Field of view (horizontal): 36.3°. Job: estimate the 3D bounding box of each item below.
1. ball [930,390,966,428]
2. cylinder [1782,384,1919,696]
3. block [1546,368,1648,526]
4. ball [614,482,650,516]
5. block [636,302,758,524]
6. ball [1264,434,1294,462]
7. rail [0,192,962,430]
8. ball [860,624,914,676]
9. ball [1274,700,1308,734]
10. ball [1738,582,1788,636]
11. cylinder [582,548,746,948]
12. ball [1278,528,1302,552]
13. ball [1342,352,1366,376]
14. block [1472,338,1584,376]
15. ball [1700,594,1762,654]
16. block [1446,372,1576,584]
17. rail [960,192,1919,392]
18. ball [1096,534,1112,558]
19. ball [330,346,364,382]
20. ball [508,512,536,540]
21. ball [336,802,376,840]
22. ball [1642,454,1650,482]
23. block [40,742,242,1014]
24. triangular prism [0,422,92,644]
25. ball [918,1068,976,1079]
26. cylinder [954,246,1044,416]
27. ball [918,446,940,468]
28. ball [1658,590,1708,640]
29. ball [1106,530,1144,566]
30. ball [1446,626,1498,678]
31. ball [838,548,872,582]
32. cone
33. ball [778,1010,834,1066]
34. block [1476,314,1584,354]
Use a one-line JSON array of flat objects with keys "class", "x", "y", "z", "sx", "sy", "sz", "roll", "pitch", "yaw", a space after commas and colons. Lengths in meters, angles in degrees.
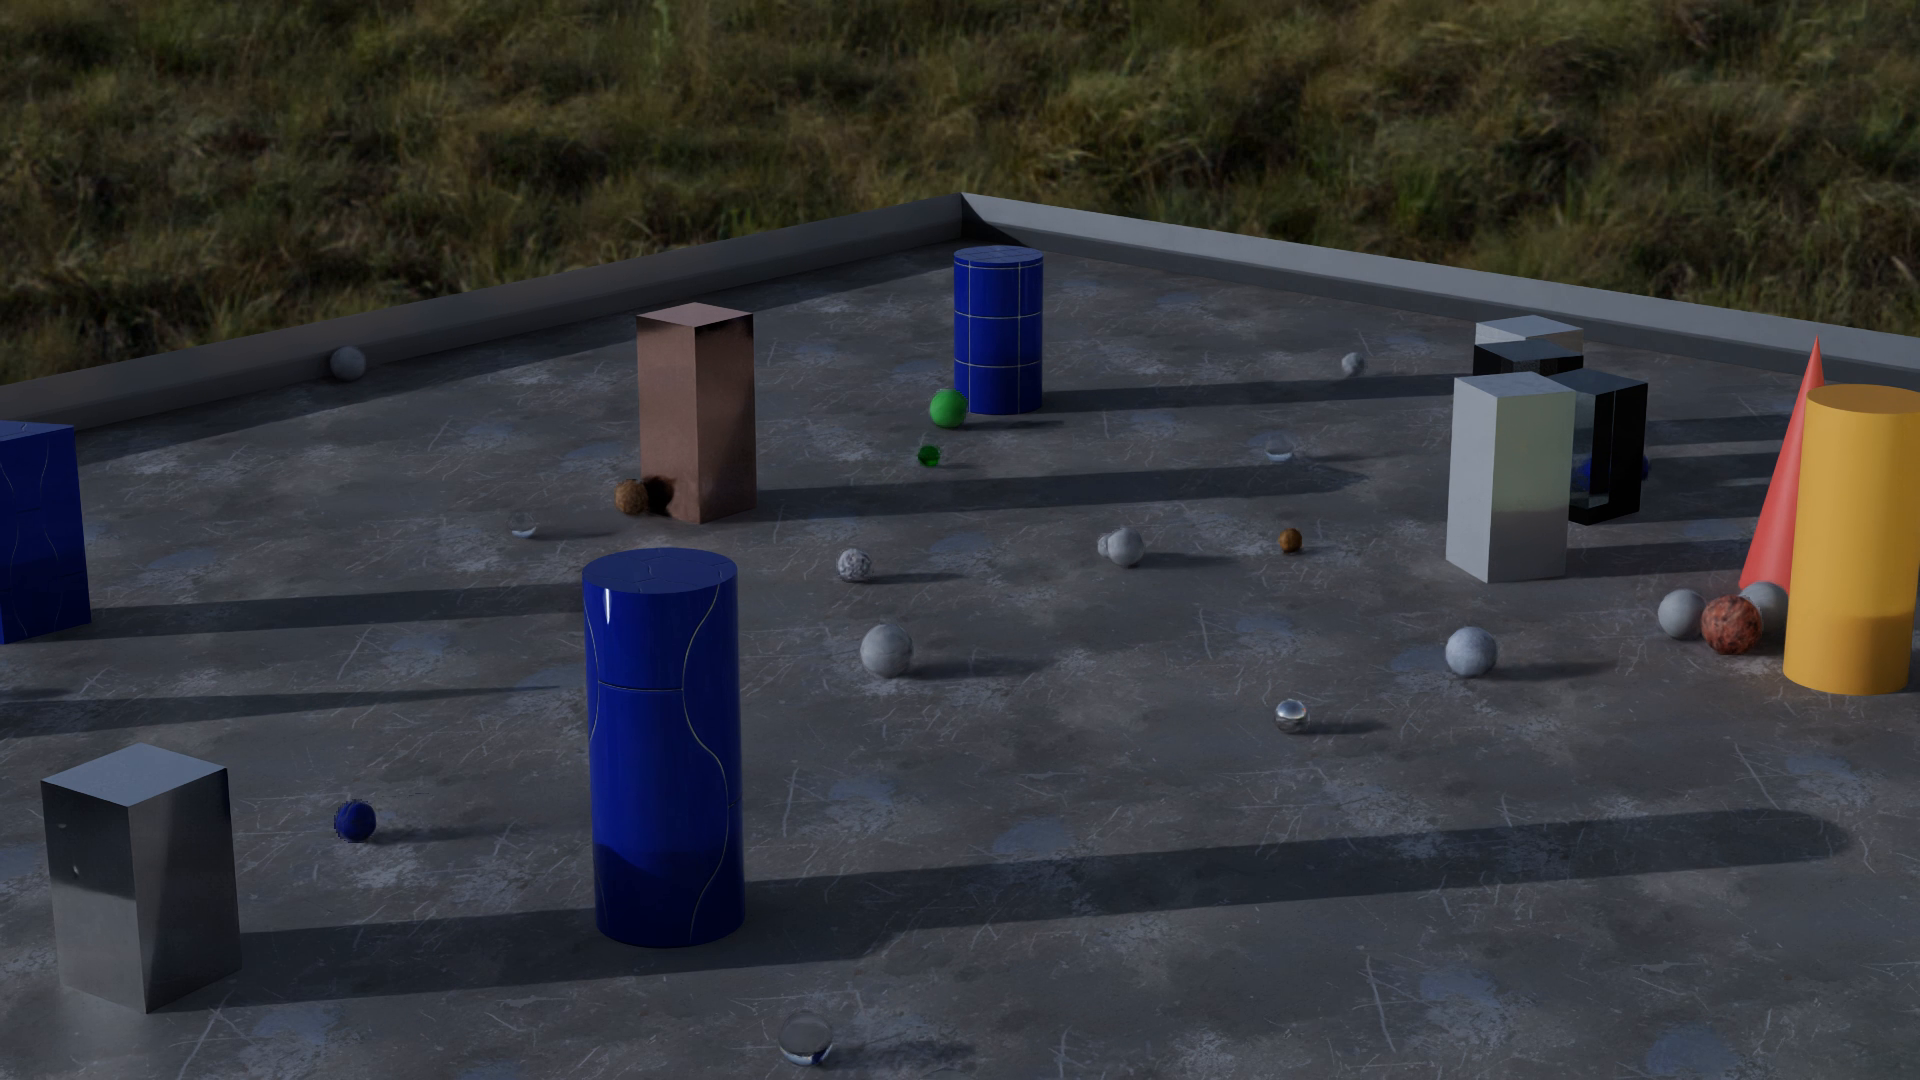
[{"class": "ball", "x": -0.026, "y": -0.277, "z": 6.227, "sx": 0.080, "sy": 0.080, "sz": 0.080, "roll": 0, "pitch": 17, "yaw": 0}, {"class": "cylinder", "x": 1.427, "y": -0.002, "z": 4.660, "sx": 0.195, "sy": 0.458, "sz": 0.195, "roll": 0, "pitch": 17, "yaw": 0}, {"class": "block", "x": 1.195, "y": -0.180, "z": 5.604, "sx": 0.156, "sy": 0.254, "sz": 0.156, "roll": -13, "pitch": 21, "yaw": -37}, {"class": "ball", "x": -0.626, "y": -0.080, "z": 5.600, "sx": 0.065, "sy": 0.065, "sz": 0.065, "roll": 0, "pitch": 17, "yaw": 0}, {"class": "block", "x": -0.501, "y": -0.243, "z": 5.591, "sx": 0.156, "sy": 0.382, "sz": 0.156, "roll": 14, "pitch": 22, "yaw": 38}, {"class": "ball", "x": 0.648, "y": -0.187, "z": 5.964, "sx": 0.059, "sy": 0.059, "sz": 0.059, "roll": 0, "pitch": 17, "yaw": 0}, {"class": "rail", "x": -1.610, "y": -0.372, "z": 6.458, "sx": 0.045, "sy": 0.126, "sz": 4.971, "roll": 14, "pitch": 22, "yaw": 39}, {"class": "ball", "x": -0.117, "y": 0.177, "z": 4.715, "sx": 0.085, "sy": 0.085, "sz": 0.085, "roll": 0, "pitch": 17, "yaw": 0}, {"class": "ball", "x": 0.505, "y": 0.269, "z": 4.467, "sx": 0.052, "sy": 0.052, "sz": 0.052, "roll": 0, "pitch": 17, "yaw": 0}, {"class": "ball", "x": 1.344, "y": 0.115, "z": 4.905, "sx": 0.092, "sy": 0.092, "sz": 0.092, "roll": 0, "pitch": 17, "yaw": 0}, {"class": "cylinder", "x": -0.377, "y": 0.264, "z": 3.751, "sx": 0.195, "sy": 0.474, "sz": 0.195, "roll": 0, "pitch": 17, "yaw": 0}, {"class": "ball", "x": 0.605, "y": 0.001, "z": 5.369, "sx": 0.044, "sy": 0.044, "sz": 0.044, "roll": 0, "pitch": 17, "yaw": 0}, {"class": "ball", "x": 0.897, "y": -0.401, "z": 6.685, "sx": 0.053, "sy": 0.053, "sz": 0.053, "roll": 0, "pitch": 17, "yaw": 0}, {"class": "block", "x": 1.122, "y": -0.250, "z": 5.824, "sx": 0.156, "sy": 0.261, "sz": 0.156, "roll": -6, "pitch": 18, "yaw": -19}, {"class": "ball", "x": 1.267, "y": 0.138, "z": 4.820, "sx": 0.097, "sy": 0.097, "sz": 0.097, "roll": 0, "pitch": 17, "yaw": 0}, {"class": "block", "x": 0.982, "y": -0.113, "z": 5.236, "sx": 0.156, "sy": 0.339, "sz": 0.156, "roll": -6, "pitch": 18, "yaw": -18}, {"class": "rail", "x": 1.614, "y": -0.505, "z": 6.900, "sx": 4.311, "sy": 0.126, "sz": 0.045, "roll": 14, "pitch": 22, "yaw": 39}, {"class": "ball", "x": 0.271, "y": 0.012, "z": 5.333, "sx": 0.043, "sy": 0.043, "sz": 0.043, "roll": 0, "pitch": 17, "yaw": 0}, {"class": "ball", "x": -1.386, "y": -0.398, "z": 6.632, "sx": 0.078, "sy": 0.078, "sz": 0.078, "roll": 0, "pitch": 17, "yaw": 0}, {"class": "ball", "x": -0.814, "y": -0.026, "z": 5.449, "sx": 0.050, "sy": 0.050, "sz": 0.050, "roll": 0, "pitch": 17, "yaw": 0}, {"class": "ball", "x": -0.836, "y": 0.389, "z": 4.062, "sx": 0.055, "sy": 0.055, "sz": 0.055, "roll": 0, "pitch": 17, "yaw": 0}, {"class": "ball", "x": 1.319, "y": -0.145, "z": 5.788, "sx": 0.081, "sy": 0.081, "sz": 0.081, "roll": 0, "pitch": 17, "yaw": 0}, {"class": "block", "x": -1.006, "y": 0.413, "z": 3.610, "sx": 0.156, "sy": 0.269, "sz": 0.156, "roll": 11, "pitch": 20, "yaw": 32}, {"class": "triangular prism", "x": -1.587, "y": -0.023, "z": 4.929, "sx": 0.146, "sy": 0.343, "sz": 0.168, "roll": 16, "pitch": 23, "yaw": 42}, {"class": "ball", "x": -0.014, "y": 0.626, "z": 3.205, "sx": 0.096, "sy": 0.096, "sz": 0.096, "roll": 0, "pitch": 17, "yaw": 0}, {"class": "cylinder", "x": 0.084, "y": -0.457, "z": 6.384, "sx": 0.195, "sy": 0.335, "sz": 0.195, "roll": 0, "pitch": 17, "yaw": 0}, {"class": "ball", "x": -0.063, "y": -0.169, "z": 5.931, "sx": 0.044, "sy": 0.044, "sz": 0.044, "roll": 0, "pitch": 17, "yaw": 0}, {"class": "ball", "x": 1.208, "y": 0.124, "z": 4.891, "sx": 0.084, "sy": 0.084, "sz": 0.084, "roll": 0, "pitch": 17, "yaw": 0}, {"class": "ball", "x": 0.298, "y": 0.014, "z": 5.285, "sx": 0.067, "sy": 0.067, "sz": 0.067, "roll": 0, "pitch": 17, "yaw": 0}, {"class": "ball", "x": 0.822, "y": 0.180, "z": 4.708, "sx": 0.083, "sy": 0.083, "sz": 0.083, "roll": 0, "pitch": 17, "yaw": 0}, {"class": "ball", "x": -0.186, "y": 0.044, "z": 5.198, "sx": 0.060, "sy": 0.060, "sz": 0.060, "roll": 0, "pitch": 17, "yaw": 0}, {"class": "cone", "x": 1.473, "y": -0.135, "z": 5.102, "sx": 0.195, "sy": 0.459, "sz": 0.195, "roll": 0, "pitch": 17, "yaw": 0}, {"class": "ball", "x": -0.179, "y": 0.580, "z": 3.414, "sx": 0.063, "sy": 0.063, "sz": 0.063, "roll": 0, "pitch": 17, "yaw": 0}, {"class": "block", "x": 1.181, "y": -0.327, "z": 6.111, "sx": 0.156, "sy": 0.243, "sz": 0.156, "roll": -9, "pitch": 19, "yaw": -28}]
